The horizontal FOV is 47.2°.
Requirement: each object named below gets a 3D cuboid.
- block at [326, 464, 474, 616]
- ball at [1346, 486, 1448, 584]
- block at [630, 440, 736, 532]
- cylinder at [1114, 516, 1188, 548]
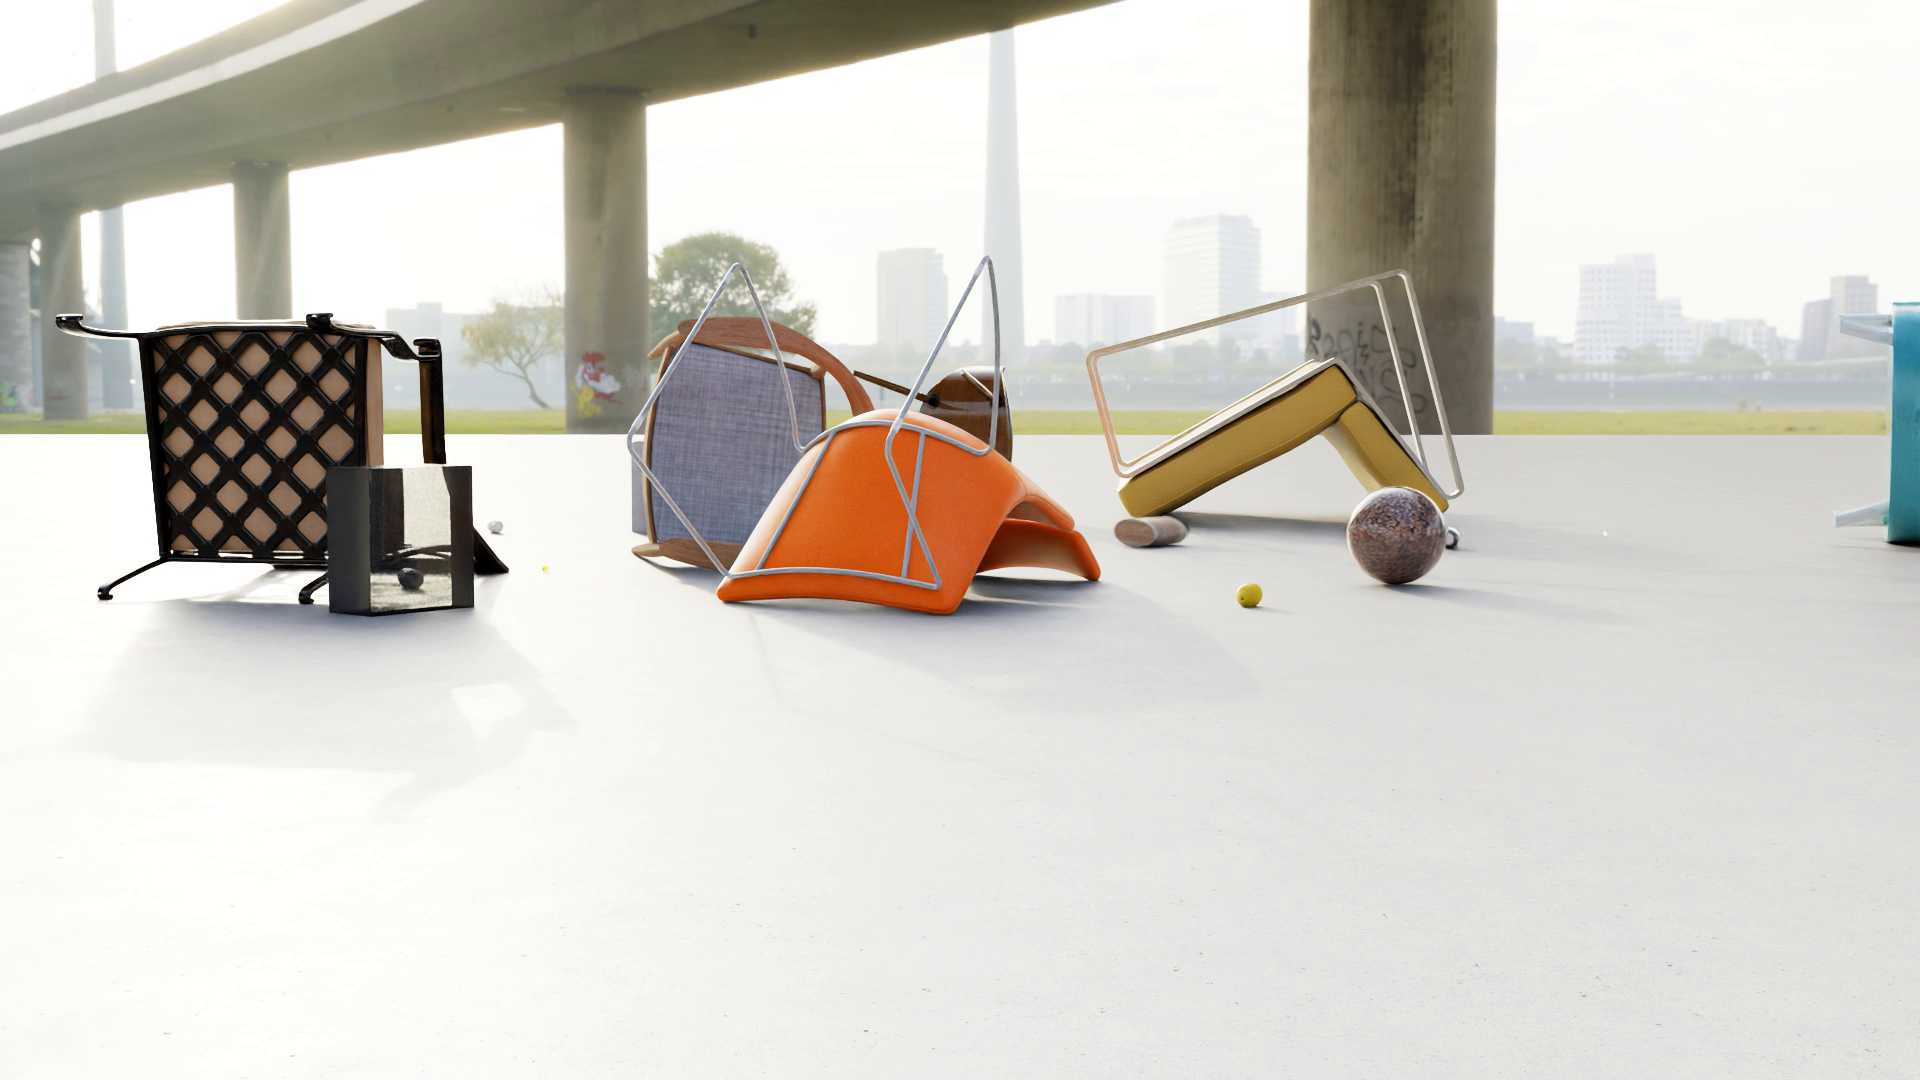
[{"bbox_3d":[-1.135,-0.004,4.467,0.138,0.292,0.256,3,5,38],"label":"block"},{"bbox_3d":[1.003,-0.011,5.053,0.227,0.227,0.227,0,4,0],"label":"ball"},{"bbox_3d":[-0.883,-0.176,7.067,0.322,0.280,0.310,0,4,-5],"label":"block"},{"bbox_3d":[0.547,-0.025,6.314,0.142,0.081,0.163,9,9,39],"label":"cylinder"}]
